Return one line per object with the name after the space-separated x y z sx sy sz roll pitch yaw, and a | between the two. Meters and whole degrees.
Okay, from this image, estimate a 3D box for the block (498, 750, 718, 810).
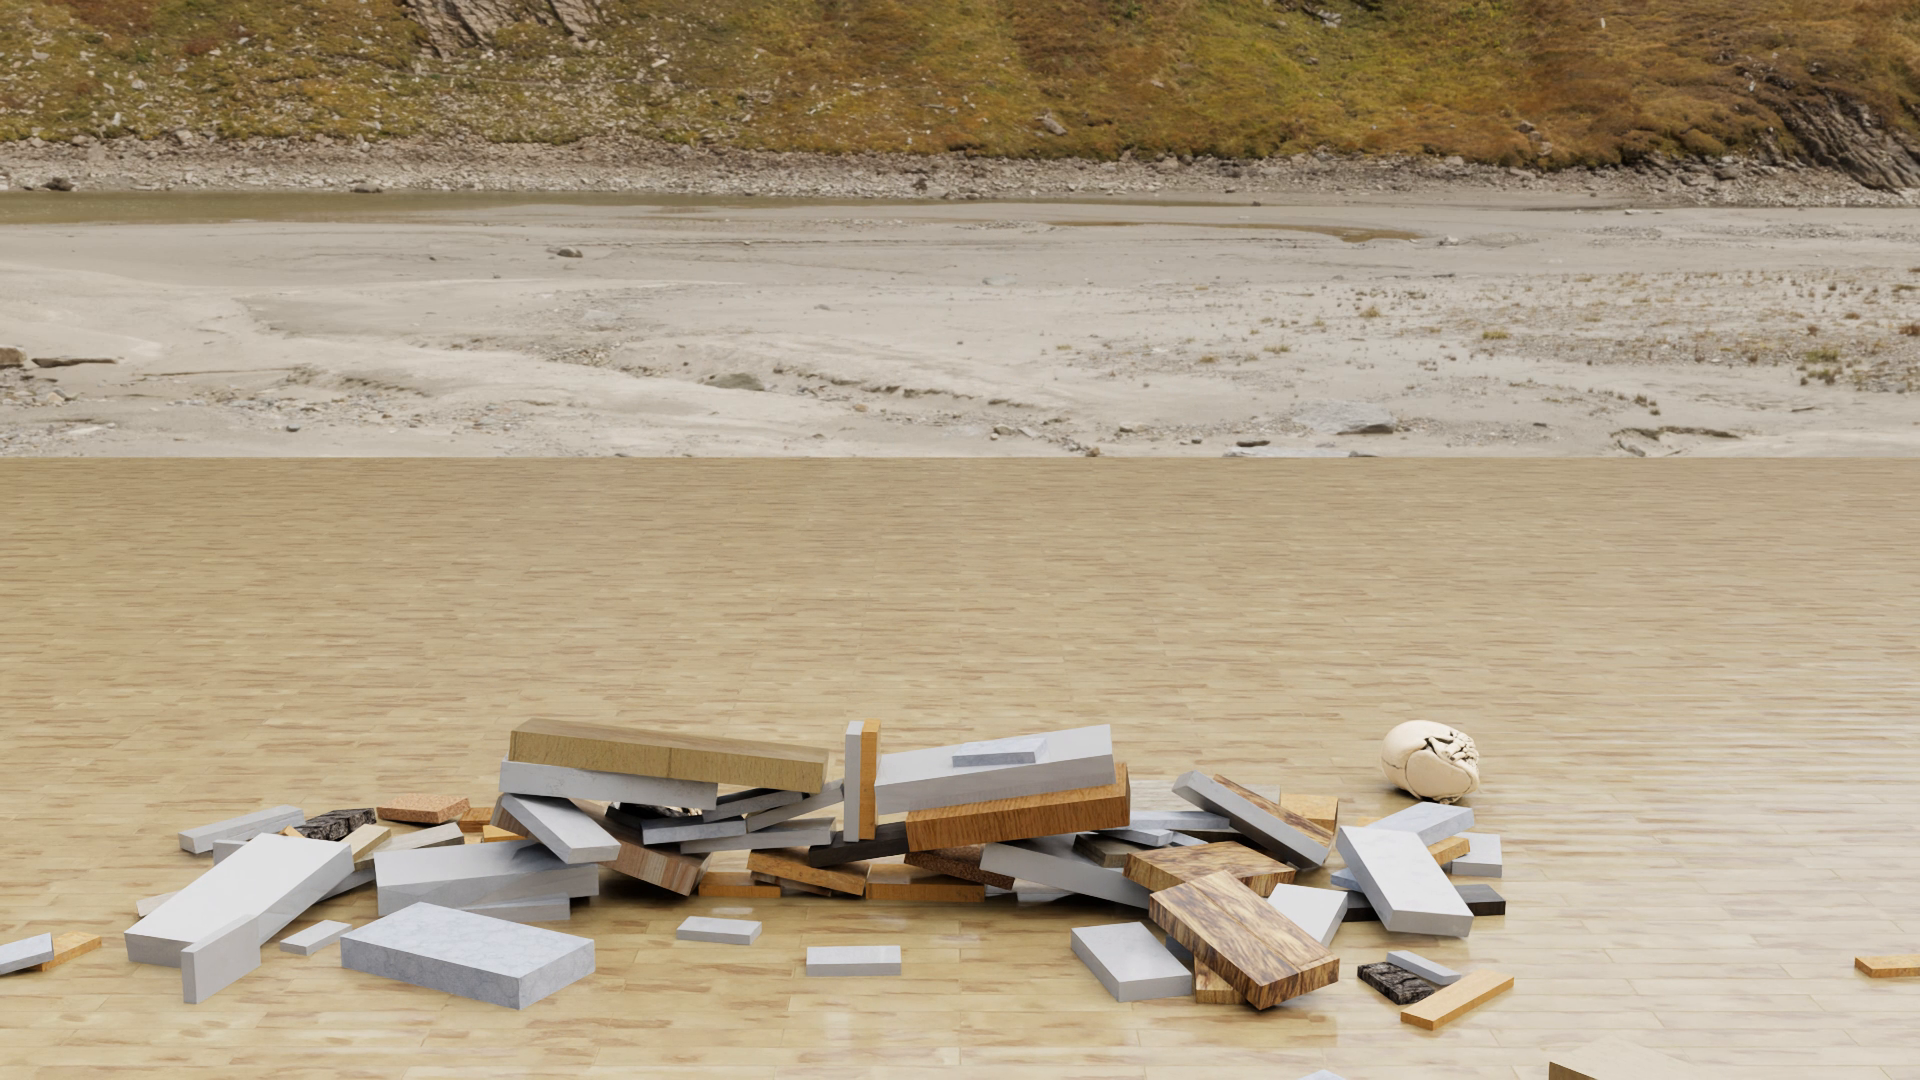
-0.575 0.392 3.634 0.348 0.049 0.174 6 2 -6 | block

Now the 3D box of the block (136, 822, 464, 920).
-1.088 0.551 3.647 0.525 0.017 0.059 -12 21 -23 | block

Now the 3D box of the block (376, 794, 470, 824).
-0.990 0.494 4.056 0.159 0.023 0.080 -1 13 33 | block

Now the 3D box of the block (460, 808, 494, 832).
-0.830 0.512 4.030 0.159 0.023 0.080 -1 11 -4 | block

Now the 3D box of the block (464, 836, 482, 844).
-0.906 0.543 3.878 0.119 0.017 0.059 -1 11 -8 | block

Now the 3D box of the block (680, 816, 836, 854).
-0.335 0.492 3.668 0.250 0.026 0.091 -4 5 4 | block

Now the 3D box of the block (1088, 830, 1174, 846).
0.279 0.481 3.635 0.131 0.018 0.065 9 4 26 | block

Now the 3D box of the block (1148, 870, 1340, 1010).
0.421 0.593 3.288 0.142 0.040 0.283 -13 26 -27 | block

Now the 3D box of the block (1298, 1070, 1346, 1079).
0.464 0.726 2.900 0.101 0.014 0.050 -8 13 -37 | block

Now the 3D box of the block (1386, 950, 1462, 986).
0.695 0.641 3.299 0.050 0.014 0.101 7 8 -46 | block

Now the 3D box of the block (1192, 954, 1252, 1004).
0.390 0.633 3.277 0.083 0.023 0.166 1 23 3 | block

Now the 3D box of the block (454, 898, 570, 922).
-0.758 0.594 3.573 0.246 0.027 0.094 -2 11 -9 | block

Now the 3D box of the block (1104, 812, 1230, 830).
0.324 0.467 3.667 0.293 0.017 0.060 5 4 -38 | block

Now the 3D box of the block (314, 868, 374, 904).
-1.031 0.555 3.703 0.189 0.027 0.095 -20 21 -40 | block

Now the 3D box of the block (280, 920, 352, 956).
-1.009 0.623 3.448 0.053 0.015 0.106 5 12 24 | block

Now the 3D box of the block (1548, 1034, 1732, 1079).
0.920 0.721 2.859 0.135 0.038 0.271 -9 14 -39 | block

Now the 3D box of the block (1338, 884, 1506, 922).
0.739 0.593 3.590 0.285 0.024 0.083 -1 11 -7 | block

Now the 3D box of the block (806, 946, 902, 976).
-0.161 0.640 3.344 0.142 0.020 0.071 0 11 -3 | block

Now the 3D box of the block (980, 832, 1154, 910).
0.211 0.530 3.624 0.355 0.050 0.177 14 11 -1 | block

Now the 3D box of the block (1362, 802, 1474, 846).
0.780 0.507 3.832 0.223 0.032 0.112 -15 10 -37 | block

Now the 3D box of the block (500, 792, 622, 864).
-0.642 0.457 3.534 0.098 0.028 0.196 3 21 -47 | block

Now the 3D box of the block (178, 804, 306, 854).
-1.279 0.514 3.917 0.196 0.028 0.098 -13 7 -34 | block

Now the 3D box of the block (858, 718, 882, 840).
-0.149 0.396 3.653 0.026 0.182 0.091 2 9 2 | block

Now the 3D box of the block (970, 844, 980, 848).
-0.025 0.530 3.944 0.065 0.018 0.130 -10 15 -42 | block

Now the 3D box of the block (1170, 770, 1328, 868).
0.491 0.476 3.737 0.263 0.032 0.112 31 -14 -2 | block

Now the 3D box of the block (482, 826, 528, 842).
-0.774 0.528 3.950 0.159 0.020 0.071 -3 11 -14 | block

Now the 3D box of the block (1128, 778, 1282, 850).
0.419 0.492 3.942 0.299 0.040 0.142 1 31 13 | block

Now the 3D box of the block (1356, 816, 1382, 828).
0.747 0.531 3.920 0.083 0.024 0.166 3 11 15 | block

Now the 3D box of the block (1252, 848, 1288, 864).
0.516 0.553 3.827 0.104 0.015 0.052 3 11 17 | block

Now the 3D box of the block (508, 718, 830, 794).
-0.473 0.354 3.624 0.504 0.049 0.174 6 2 0 | block

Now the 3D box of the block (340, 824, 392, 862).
-1.012 0.511 3.699 0.053 0.015 0.106 5 21 23 | block

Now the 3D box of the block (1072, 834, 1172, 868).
0.277 0.510 3.612 0.166 0.023 0.083 6 14 -36 | block

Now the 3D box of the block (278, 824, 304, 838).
-1.138 0.526 3.695 0.121 0.060 0.017 -34 21 36 | block

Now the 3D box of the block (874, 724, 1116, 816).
0.060 0.379 3.643 0.390 0.050 0.177 -8 11 4 | block

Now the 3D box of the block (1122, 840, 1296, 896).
0.406 0.540 3.570 0.276 0.038 0.135 2 14 -45 | block

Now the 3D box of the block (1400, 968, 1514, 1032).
0.727 0.668 3.206 0.053 0.015 0.228 10 14 42 | block
